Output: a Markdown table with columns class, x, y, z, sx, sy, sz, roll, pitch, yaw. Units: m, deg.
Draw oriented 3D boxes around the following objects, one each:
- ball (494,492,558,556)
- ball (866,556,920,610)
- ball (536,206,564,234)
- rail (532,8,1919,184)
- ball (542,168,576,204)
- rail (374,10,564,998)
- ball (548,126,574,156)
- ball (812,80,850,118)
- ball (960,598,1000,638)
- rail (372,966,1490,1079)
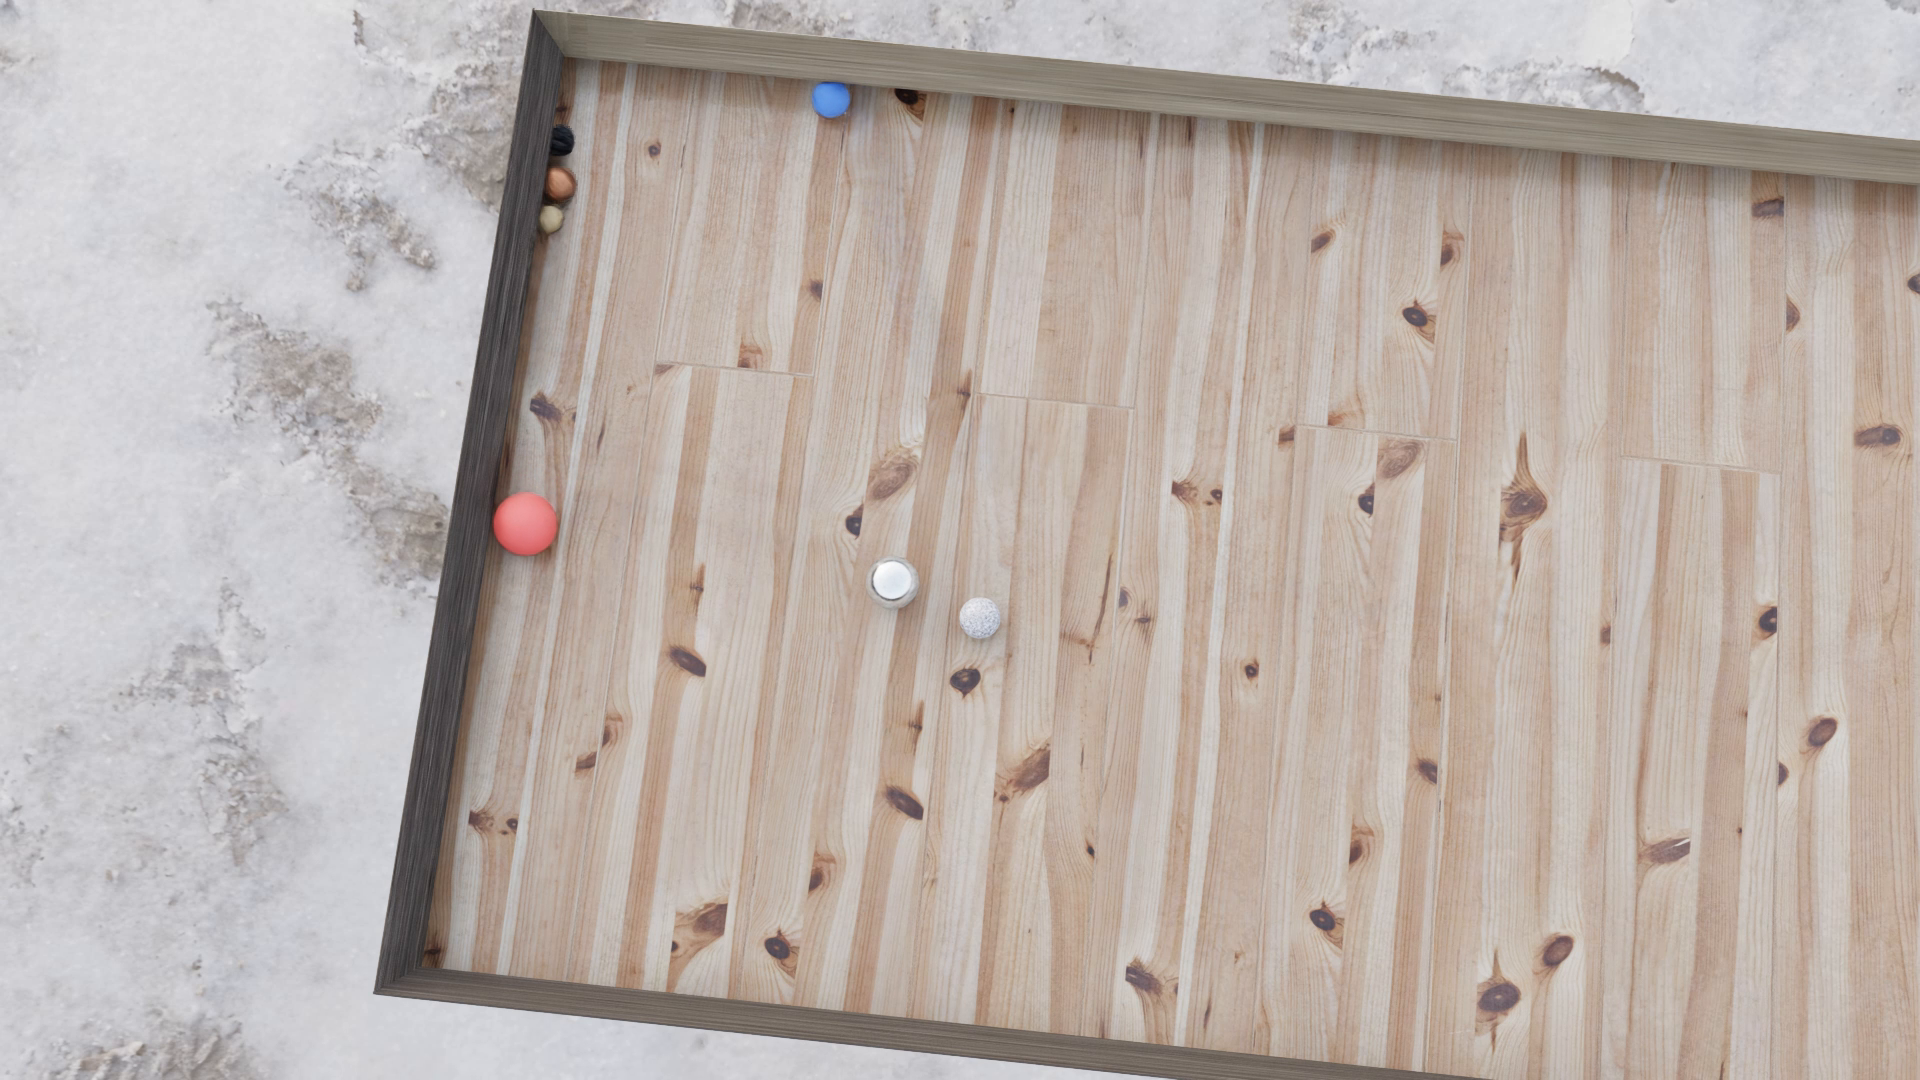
| class | x | y | z | sx | sy | sz | roll | pitch | yaw |
| --- | --- | --- | --- | --- | --- | --- | --- | --- | --- |
| ball | -0.655 | -0.025 | 3.317 | 0.096 | 0.096 | 0.096 | 0 | 77 | 0 |
| ball | -0.102 | 0.063 | 3.303 | 0.081 | 0.081 | 0.081 | 0 | 77 | 0 |
| ball | -0.646 | -0.504 | 3.457 | 0.046 | 0.046 | 0.046 | 0 | 77 | 0 |
| rail | 0.820 | -0.643 | 3.449 | 2.997 | 0.124 | 0.045 | 6 | 77 | 1 |
| ball | -0.633 | -0.558 | 3.464 | 0.057 | 0.057 | 0.057 | 0 | 77 | 0 |
| rail | -0.722 | -0.080 | 3.315 | 0.045 | 0.124 | 1.515 | 6 | 77 | 1 |
| ball | -0.636 | -0.632 | 3.486 | 0.048 | 0.048 | 0.048 | 0 | 77 | 0 |
| ball | -0.204 | -0.702 | 3.497 | 0.059 | 0.059 | 0.059 | 0 | 77 | 0 |
| ball | 0.030 | 0.117 | 3.300 | 0.062 | 0.062 | 0.062 | 0 | 77 | 0 |
| rail | 0.670 | 0.777 | 3.110 | 2.997 | 0.124 | 0.045 | 6 | 77 | 1 |
